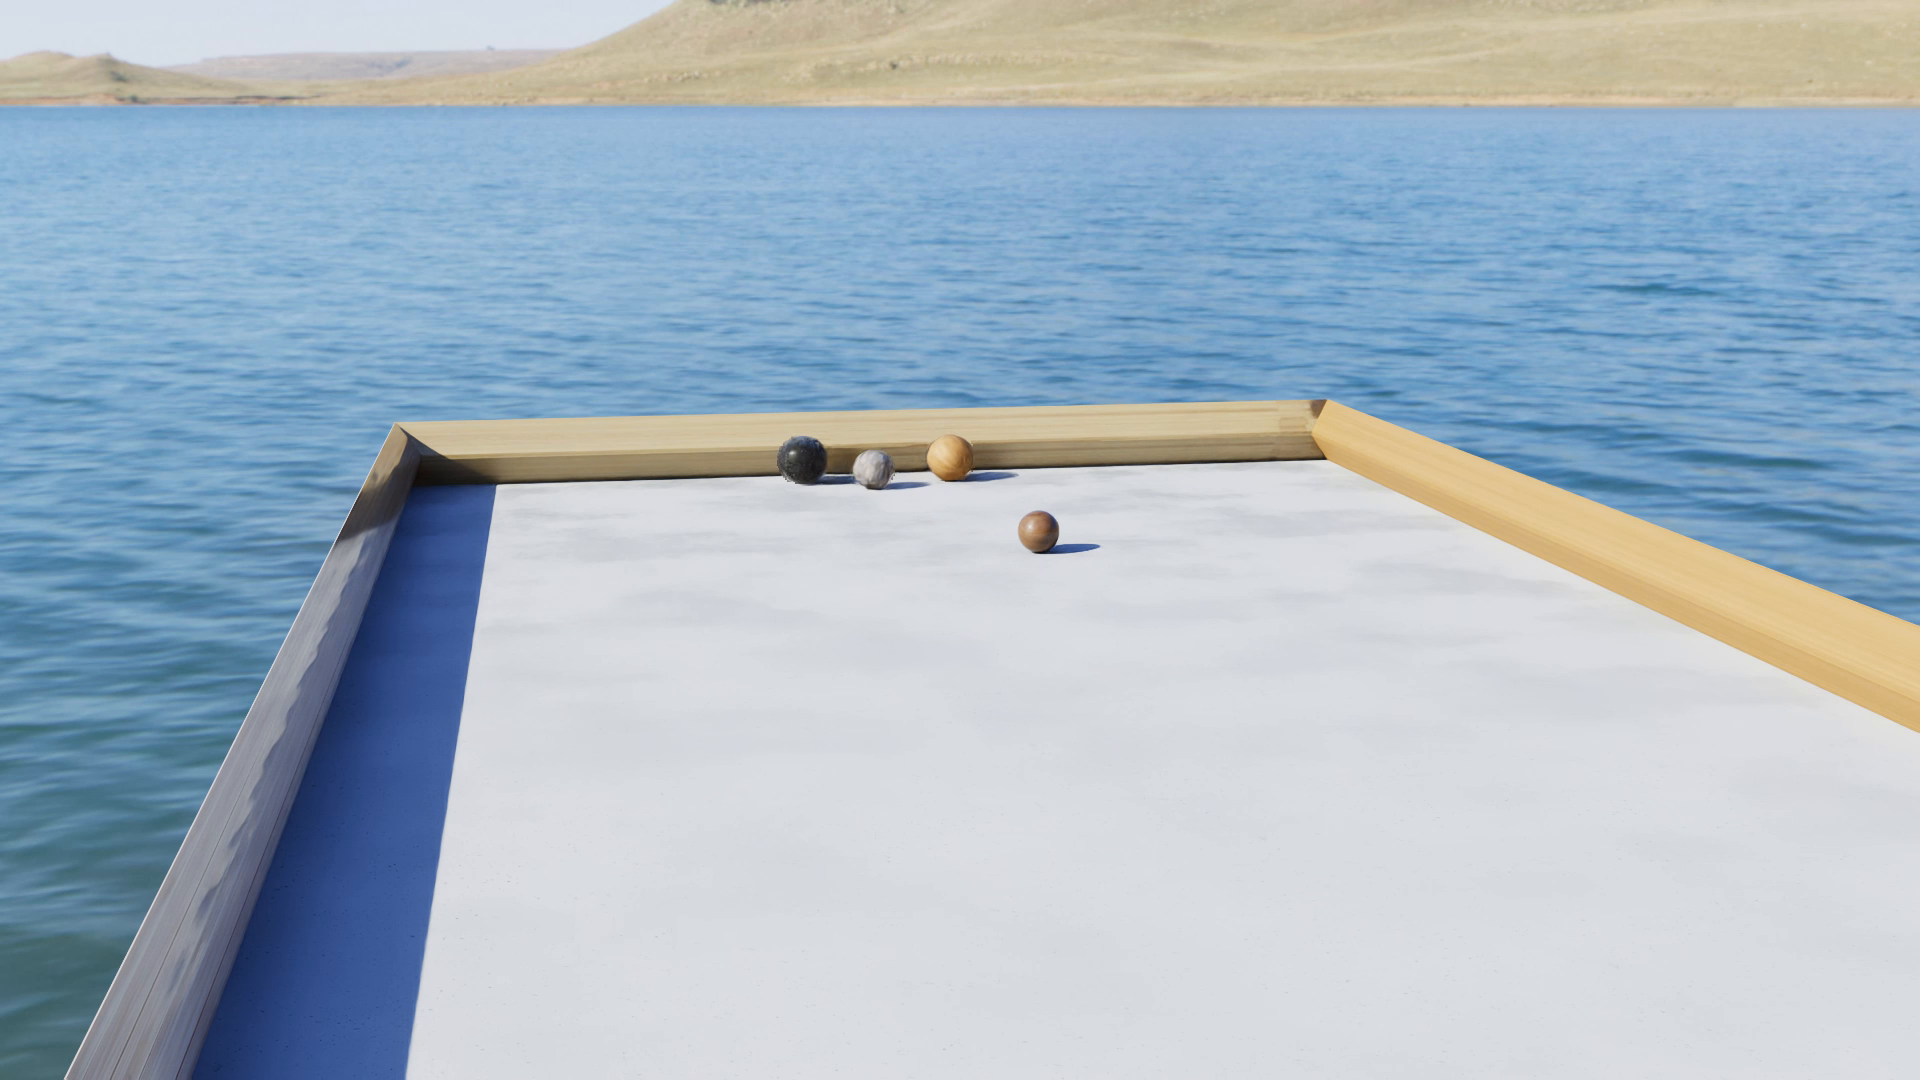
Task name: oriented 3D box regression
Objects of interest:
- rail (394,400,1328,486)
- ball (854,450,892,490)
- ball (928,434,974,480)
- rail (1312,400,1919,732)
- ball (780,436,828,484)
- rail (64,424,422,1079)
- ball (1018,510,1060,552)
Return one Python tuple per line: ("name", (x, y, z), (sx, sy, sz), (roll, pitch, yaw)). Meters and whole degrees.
("rail", (-0.137, -0.168, 3.801), (1.634, 0.107, 0.045), (-2, 11, -10))
("ball", (-0.145, -0.117, 3.658), (0.066, 0.066, 0.066), (0, 11, 0))
("ball", (-0.017, -0.140, 3.739), (0.079, 0.079, 0.079), (0, 11, 0))
("rail", (0.922, 0.105, 2.429), (0.045, 0.107, 3.177), (-2, 11, -10))
("ball", (-0.264, -0.135, 3.709), (0.082, 0.082, 0.082), (0, 11, 0))
("rail", (-0.640, 0.160, 2.153), (0.045, 0.107, 3.177), (-2, 11, -10))
("ball", (0.113, -0.012, 3.143), (0.061, 0.061, 0.061), (0, 11, 0))
